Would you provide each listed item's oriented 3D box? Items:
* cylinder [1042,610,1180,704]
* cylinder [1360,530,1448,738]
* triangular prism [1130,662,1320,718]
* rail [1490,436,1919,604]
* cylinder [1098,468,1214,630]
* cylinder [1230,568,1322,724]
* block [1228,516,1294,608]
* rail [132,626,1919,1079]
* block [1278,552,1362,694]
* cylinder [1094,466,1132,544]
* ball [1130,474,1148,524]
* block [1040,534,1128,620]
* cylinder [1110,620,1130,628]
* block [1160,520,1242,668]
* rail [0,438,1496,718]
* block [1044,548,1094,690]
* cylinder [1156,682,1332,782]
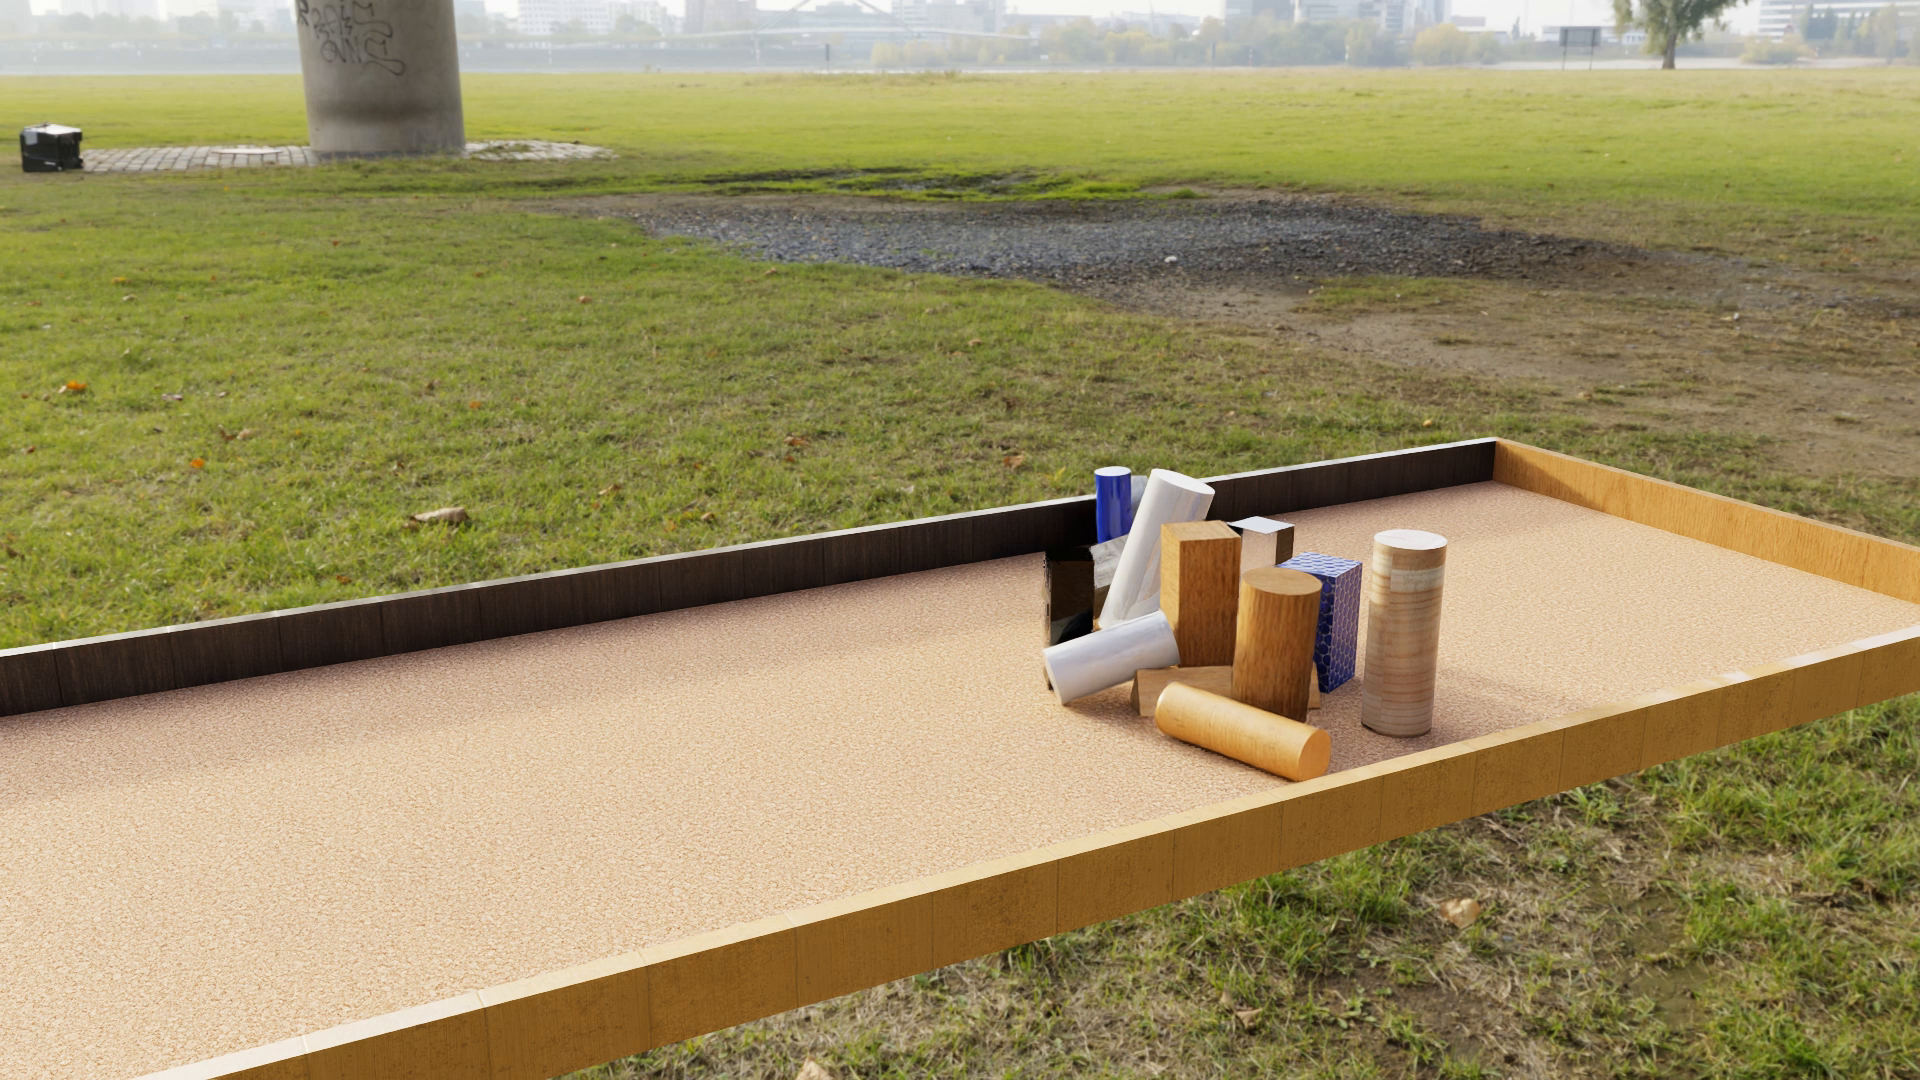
[{"bbox_3d":[0.365,0.285,3.998,0.303,0.140,0.140,-18,18,-4],"label":"cylinder"},{"bbox_3d":[1.024,0.216,3.813,0.161,0.454,0.161,0,16,0],"label":"cylinder"},{"bbox_3d":[0.641,0.350,3.980,0.442,0.099,0.114,-2,17,-7],"label":"triangular prism"},{"bbox_3d":[2.466,-0.048,5.253,0.050,0.150,2.100,-9,18,-27],"label":"rail"},{"bbox_3d":[0.517,0.047,4.362,0.174,0.437,0.174,17,15,-5],"label":"cylinder"},{"bbox_3d":[0.723,0.263,3.801,0.179,0.361,0.179,2,19,-1],"label":"cylinder"},{"bbox_3d":[0.786,0.119,4.359,0.124,0.331,0.124,-14,22,-42],"label":"block"},{"bbox_3d":[-2.336,1.006,1.665,12.000,0.150,0.050,-9,18,-27],"label":"rail"},{"bbox_3d":[0.892,0.204,4.126,0.155,0.302,0.155,12,20,36],"label":"block"},{"bbox_3d":[0.456,-0.035,4.847,0.104,0.346,0.104,-4,17,1],"label":"cylinder"},{"bbox_3d":[0.555,-0.085,5.214,0.242,0.242,0.242,0,16,0],"label":"ball"},{"bbox_3d":[0.427,0.100,4.587,0.371,0.139,0.139,-18,52,-26],"label":"block"},{"bbox_3d":[0.576,0.262,4.250,0.364,0.120,0.120,-1,16,-4],"label":"cylinder"},{"bbox_3d":[0.590,0.168,4.073,0.152,0.399,0.152,-4,17,-9],"label":"block"},{"bbox_3d":[-3.305,0.497,3.399,12.000,0.150,0.050,-9,18,-27],"label":"rail"},{"bbox_3d":[0.269,0.196,4.091,0.106,0.336,0.106,-1,17,-4],"label":"block"},{"bbox_3d":[0.628,0.427,3.683,0.123,0.123,0.393,-15,22,-42],"label":"cylinder"}]
